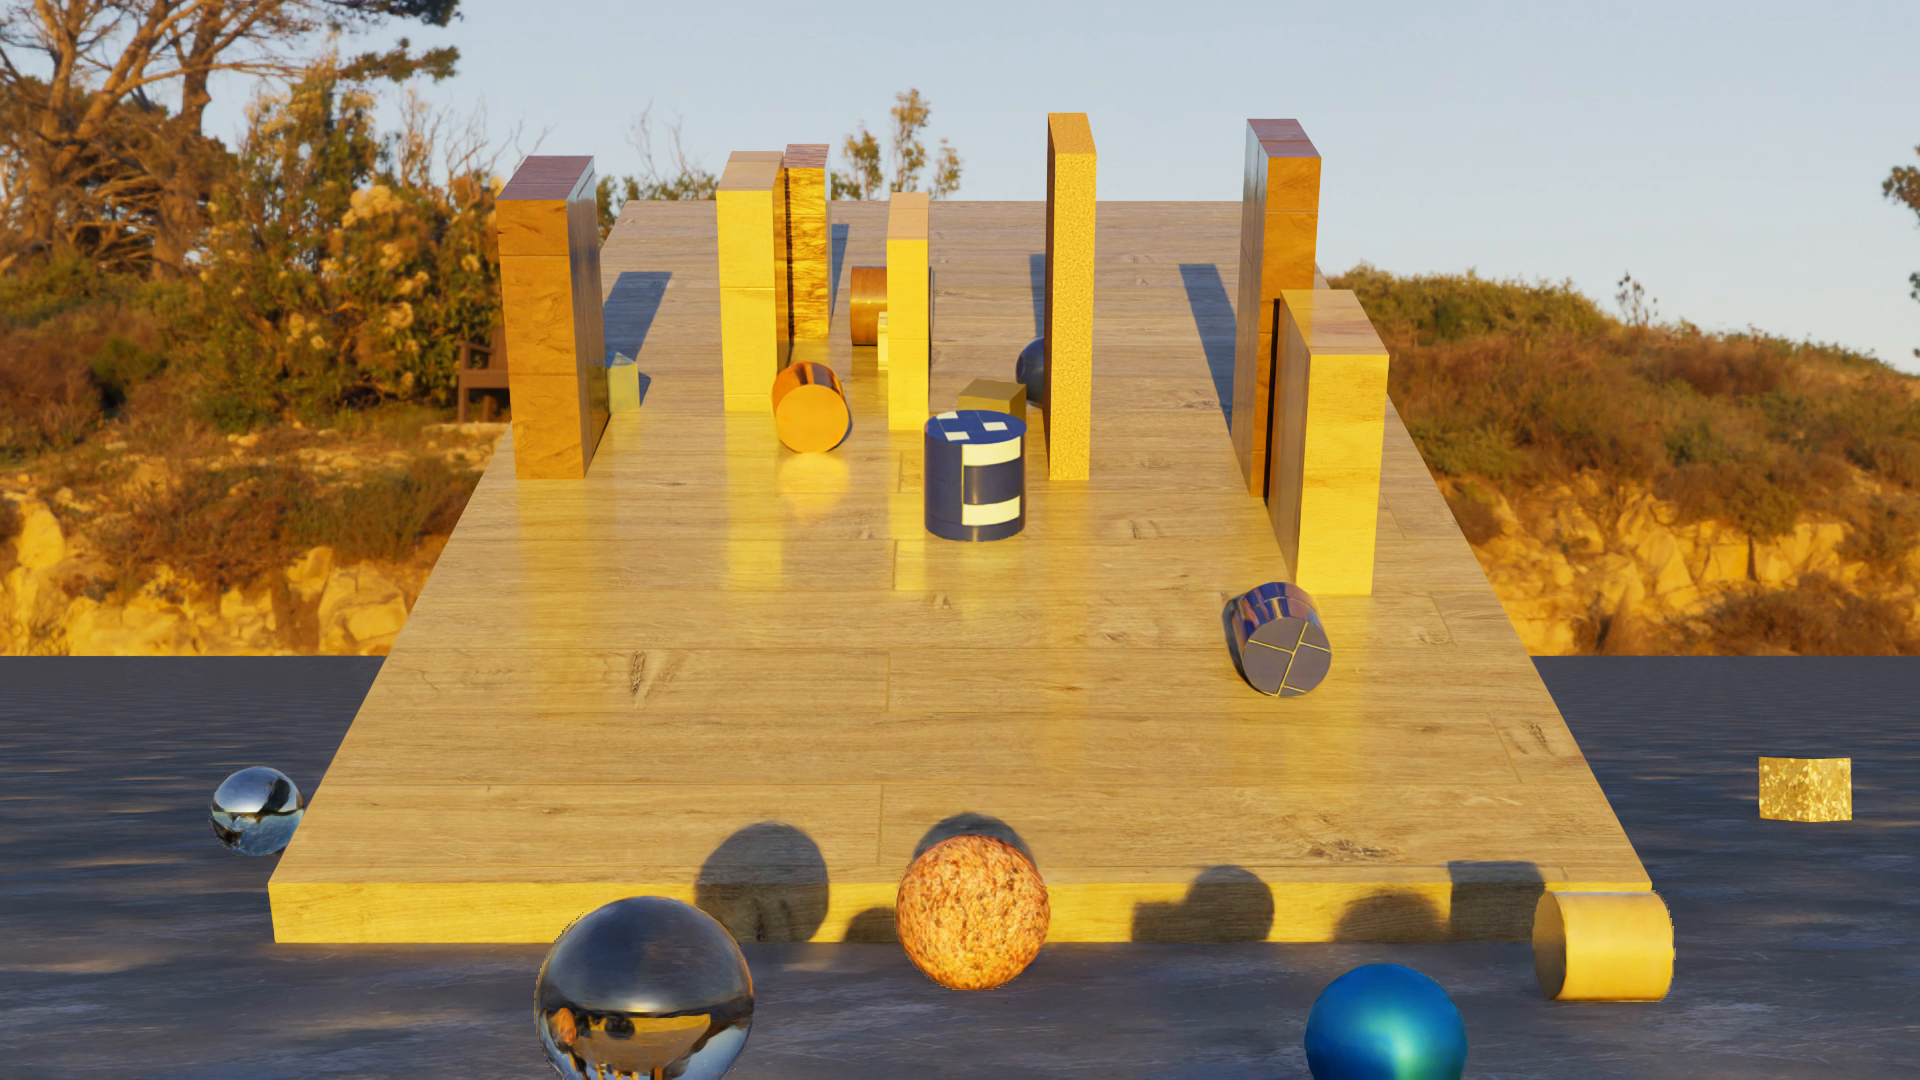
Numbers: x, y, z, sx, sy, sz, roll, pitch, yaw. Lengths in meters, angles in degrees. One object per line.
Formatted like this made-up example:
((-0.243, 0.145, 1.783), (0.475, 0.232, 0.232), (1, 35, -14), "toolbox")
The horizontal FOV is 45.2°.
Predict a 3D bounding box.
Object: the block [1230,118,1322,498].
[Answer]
((0.649, -0.482, 4.768), (0.103, 0.708, 0.353), (0, 22, 0), "block")

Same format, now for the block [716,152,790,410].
((-0.474, -0.603, 5.315), (0.122, 0.508, 0.385), (0, 22, 0), "block")

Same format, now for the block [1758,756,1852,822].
((2.136, 0.627, 5.824), (0.154, 0.154, 0.154), (2, -3, -30), "block")

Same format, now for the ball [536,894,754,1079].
((-0.291, 0.429, 2.134), (0.200, 0.200, 0.200), (0, -3, 0), "ball")

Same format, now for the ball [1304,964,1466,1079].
((0.384, 0.455, 2.080), (0.144, 0.144, 0.144), (0, -3, 0), "ball")

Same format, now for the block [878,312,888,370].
((-0.140, -0.479, 5.538), (0.110, 0.110, 0.110), (0, 22, 0), "block")

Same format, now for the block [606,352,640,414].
((-0.803, -0.355, 5.240), (0.107, 0.107, 0.107), (-14, 26, -31), "block")

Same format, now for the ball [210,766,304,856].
((-1.456, 0.562, 4.774), (0.185, 0.185, 0.185), (0, -3, 0), "ball")

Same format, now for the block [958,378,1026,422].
((0.070, -0.273, 5.031), (0.117, 0.117, 0.117), (8, 24, 18), "block")

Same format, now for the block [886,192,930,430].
((-0.115, -0.525, 5.230), (0.087, 0.432, 0.424), (0, 22, 0), "block")

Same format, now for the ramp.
((-0.007, -0.223, 5.195), (2.000, 0.100, 4.000), (0, 22, 0), "ramp")

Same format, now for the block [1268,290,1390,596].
((0.693, -0.192, 4.381), (0.140, 0.468, 0.411), (0, 22, 0), "block")

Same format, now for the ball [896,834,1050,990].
((0.016, 0.469, 2.910), (0.195, 0.195, 0.195), (0, -3, 0), "ball")

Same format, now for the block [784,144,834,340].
((-0.380, -0.747, 5.759), (0.106, 0.435, 0.258), (0, 22, 0), "block")

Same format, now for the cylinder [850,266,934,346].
((-0.167, -0.577, 5.665), (0.195, 0.195, 0.195), (1, -3, 1), "cylinder")

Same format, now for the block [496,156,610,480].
((-0.859, -0.478, 4.896), (0.141, 0.597, 0.392), (0, 22, 0), "block")

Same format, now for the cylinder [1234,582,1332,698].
((0.548, 0.169, 3.925), (0.149, 0.149, 0.149), (0, 22, 0), "cylinder")

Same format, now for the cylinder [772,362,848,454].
((-0.328, -0.289, 5.015), (0.158, 0.158, 0.158), (0, 22, -8), "cylinder")

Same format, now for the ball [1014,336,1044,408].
((0.207, -0.381, 5.229), (0.166, 0.166, 0.166), (0, -3, 0), "ball")

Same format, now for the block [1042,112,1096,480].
((0.229, -0.519, 4.874), (0.082, 0.693, 0.385), (0, 22, 0), "block")

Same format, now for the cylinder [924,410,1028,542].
((0.030, -0.128, 4.568), (0.204, 0.204, 0.204), (0, 22, 0), "cylinder")
